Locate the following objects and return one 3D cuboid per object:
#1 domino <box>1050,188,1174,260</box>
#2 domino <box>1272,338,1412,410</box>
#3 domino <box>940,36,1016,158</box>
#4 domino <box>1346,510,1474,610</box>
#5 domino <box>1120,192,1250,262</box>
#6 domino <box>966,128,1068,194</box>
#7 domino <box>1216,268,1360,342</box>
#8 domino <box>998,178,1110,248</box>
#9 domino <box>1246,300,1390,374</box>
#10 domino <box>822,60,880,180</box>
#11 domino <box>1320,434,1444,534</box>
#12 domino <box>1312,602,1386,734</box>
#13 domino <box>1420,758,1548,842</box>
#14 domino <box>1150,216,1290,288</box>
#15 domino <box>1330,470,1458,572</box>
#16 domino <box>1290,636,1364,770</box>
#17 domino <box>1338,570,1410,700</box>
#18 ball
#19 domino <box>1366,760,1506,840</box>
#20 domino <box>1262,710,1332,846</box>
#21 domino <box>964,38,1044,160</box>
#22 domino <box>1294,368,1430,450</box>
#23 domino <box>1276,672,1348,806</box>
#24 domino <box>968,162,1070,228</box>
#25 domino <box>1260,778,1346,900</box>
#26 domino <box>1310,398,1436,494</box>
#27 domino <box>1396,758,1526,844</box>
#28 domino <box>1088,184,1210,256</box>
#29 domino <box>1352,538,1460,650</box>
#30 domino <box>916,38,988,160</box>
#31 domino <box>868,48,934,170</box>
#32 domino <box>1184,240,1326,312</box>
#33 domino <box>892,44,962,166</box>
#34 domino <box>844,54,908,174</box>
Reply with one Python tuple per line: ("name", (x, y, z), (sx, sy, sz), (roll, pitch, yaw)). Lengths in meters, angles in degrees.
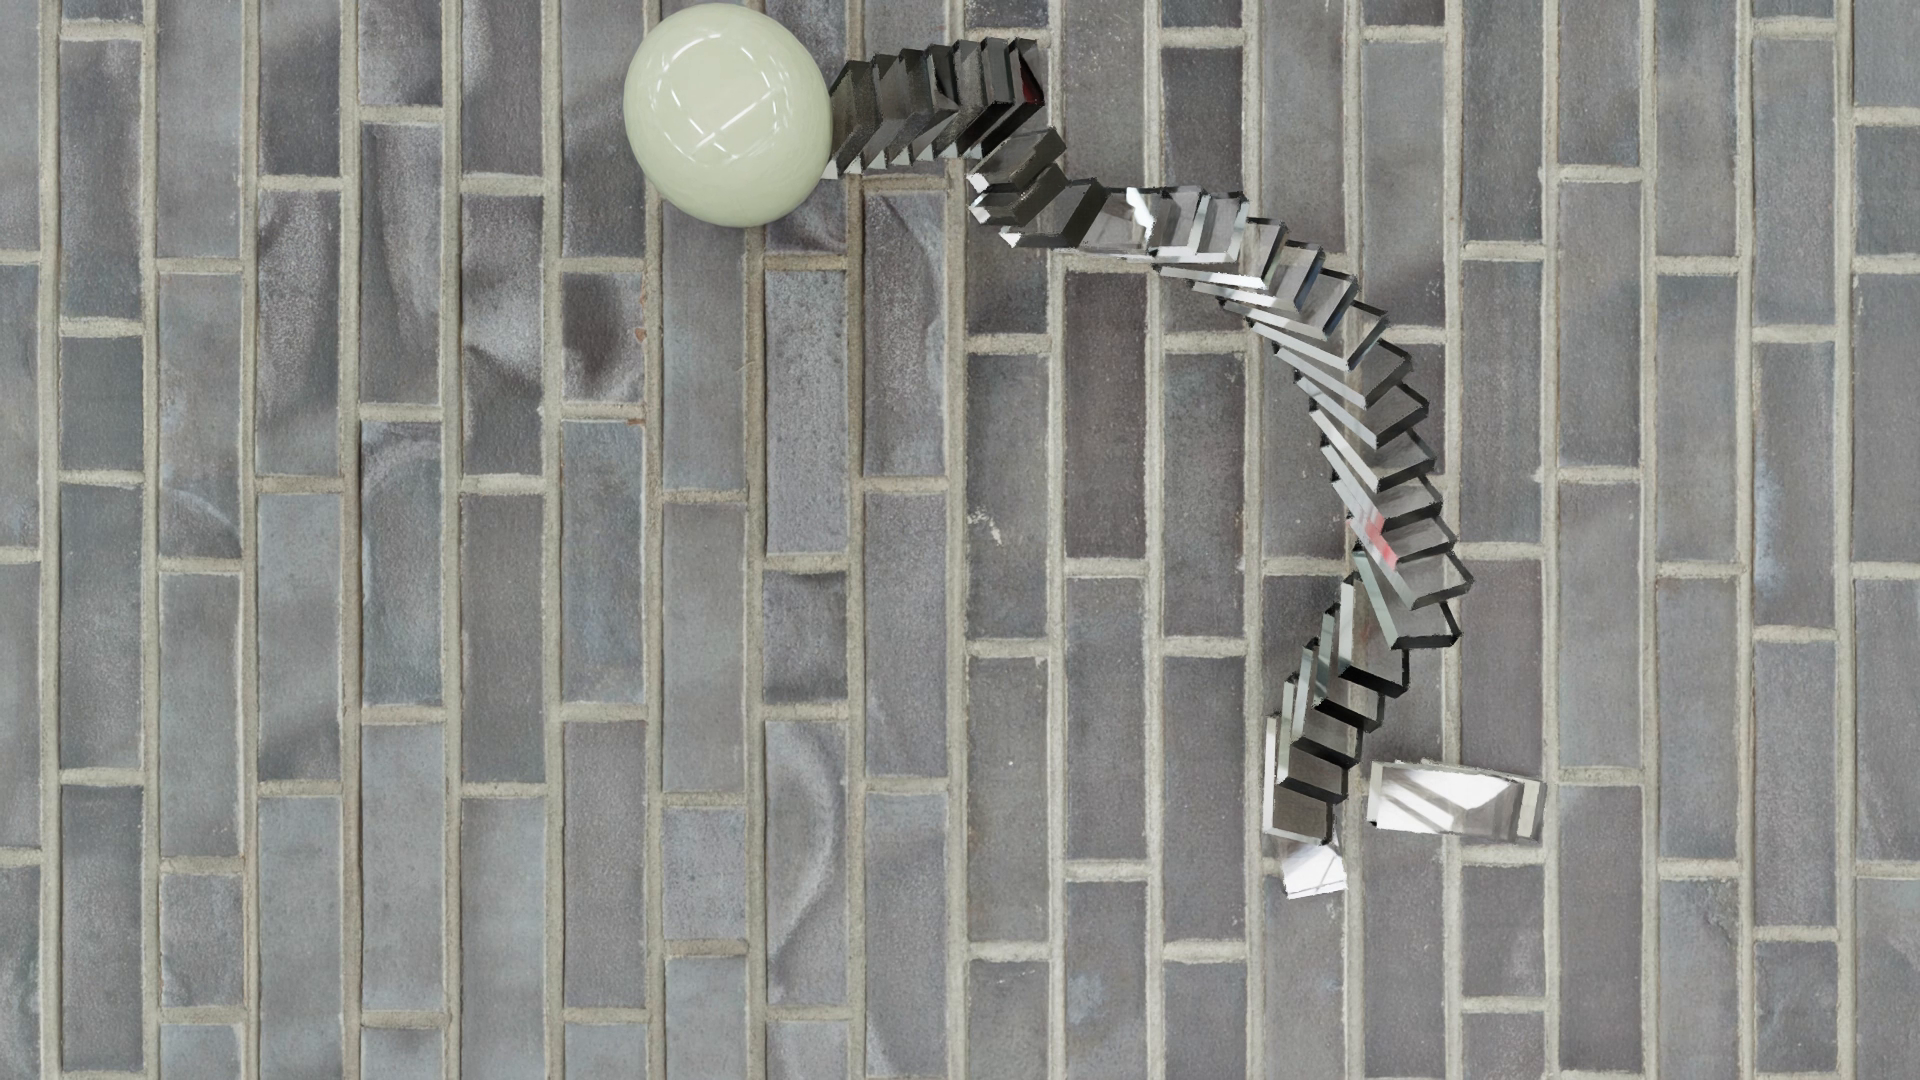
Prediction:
("domino", (0.061, -0.132, 0.381), (0.050, 0.010, 0.025), (18, 93, 37))
("domino", (0.158, -0.077, 0.381), (0.025, 0.010, 0.050), (-42, 51, 0))
("domino", (0.005, -0.180, 0.376), (0.010, 0.050, 0.025), (-7, 90, -27))
("domino", (0.186, 0.003, 0.380), (0.025, 0.009, 0.050), (-17, 53, -3))
("domino", (0.092, -0.129, 0.381), (0.050, 0.009, 0.025), (13, 90, 37))
("domino", (0.022, -0.155, 0.376), (0.025, 0.050, 0.010), (-43, 117, 0))
("domino", (0.135, -0.103, 0.381), (0.050, 0.010, 0.025), (32, 90, 38))
("domino", (0.038, -0.134, 0.376), (0.009, 0.050, 0.025), (31, 91, -32))
("domino", (0.148, -0.091, 0.381), (0.025, 0.010, 0.050), (-51, 52, 0))
("domino", (-0.048, -0.171, 0.376), (0.009, 0.050, 0.025), (-8, 90, -27))
("domino", (0.174, -0.028, 0.381), (0.025, 0.009, 0.050), (-18, 53, 0))
("domino", (0.163, 0.052, 0.381), (0.025, 0.010, 0.050), (24, 53, 0))
("domino", (0.224, 0.112, 0.395), (0.050, 0.010, 0.025), (10, 90, 0))
("domino", (0.107, -0.121, 0.381), (0.050, 0.010, 0.025), (21, 90, 38))
("domino", (0.179, -0.013, 0.381), (0.025, 0.010, 0.050), (-19, 53, -1))
("domino", (0.154, 0.067, 0.381), (0.025, 0.009, 0.050), (23, 53, 2))
("domino", (0.172, 0.039, 0.381), (0.025, 0.009, 0.050), (22, 52, 0))
("ball", (-0.090, -0.165, 0.360), (0.080, 0.080, 0.080), (0, 90, 0))
("domino", (0.195, 0.107, 0.376), (0.050, 0.009, 0.025), (6, 90, 0))
("domino", (0.142, 0.099, 0.384), (0.025, 0.010, 0.050), (14, 61, 0))
("domino", (0.016, -0.180, 0.376), (0.009, 0.050, 0.025), (-7, 90, -28))
("domino", (0.166, -0.062, 0.381), (0.025, 0.009, 0.050), (-33, 51, 0))
("domino", (0.147, 0.082, 0.381), (0.025, 0.009, 0.050), (19, 53, 1))
("domino", (0.023, -0.141, 0.376), (0.025, 0.050, 0.009), (-43, 117, 0))
("domino", (0.148, 0.126, 0.395), (0.025, 0.009, 0.050), (-11, 90, 0))
("domino", (0.170, -0.044, 0.381), (0.025, 0.010, 0.050), (-23, 53, 0))
("domino", (0.208, 0.110, 0.386), (0.050, 0.009, 0.025), (10, 90, 0))
("domino", (0.076, -0.132, 0.381), (0.050, 0.010, 0.025), (13, 90, 37))
("domino", (0.184, 0.021, 0.380), (0.025, 0.010, 0.050), (-2, 51, -1))
("domino", (-0.006, -0.179, 0.376), (0.010, 0.050, 0.025), (-7, 90, -27))
("domino", (-0.027, -0.175, 0.376), (0.009, 0.050, 0.025), (-8, 90, -27))
("domino", (0.122, -0.113, 0.381), (0.050, 0.009, 0.025), (26, 90, 38))
("domino", (-0.017, -0.177, 0.376), (0.009, 0.050, 0.025), (-8, 90, -27))
("domino", (-0.038, -0.173, 0.376), (0.010, 0.050, 0.025), (-8, 90, -27))
